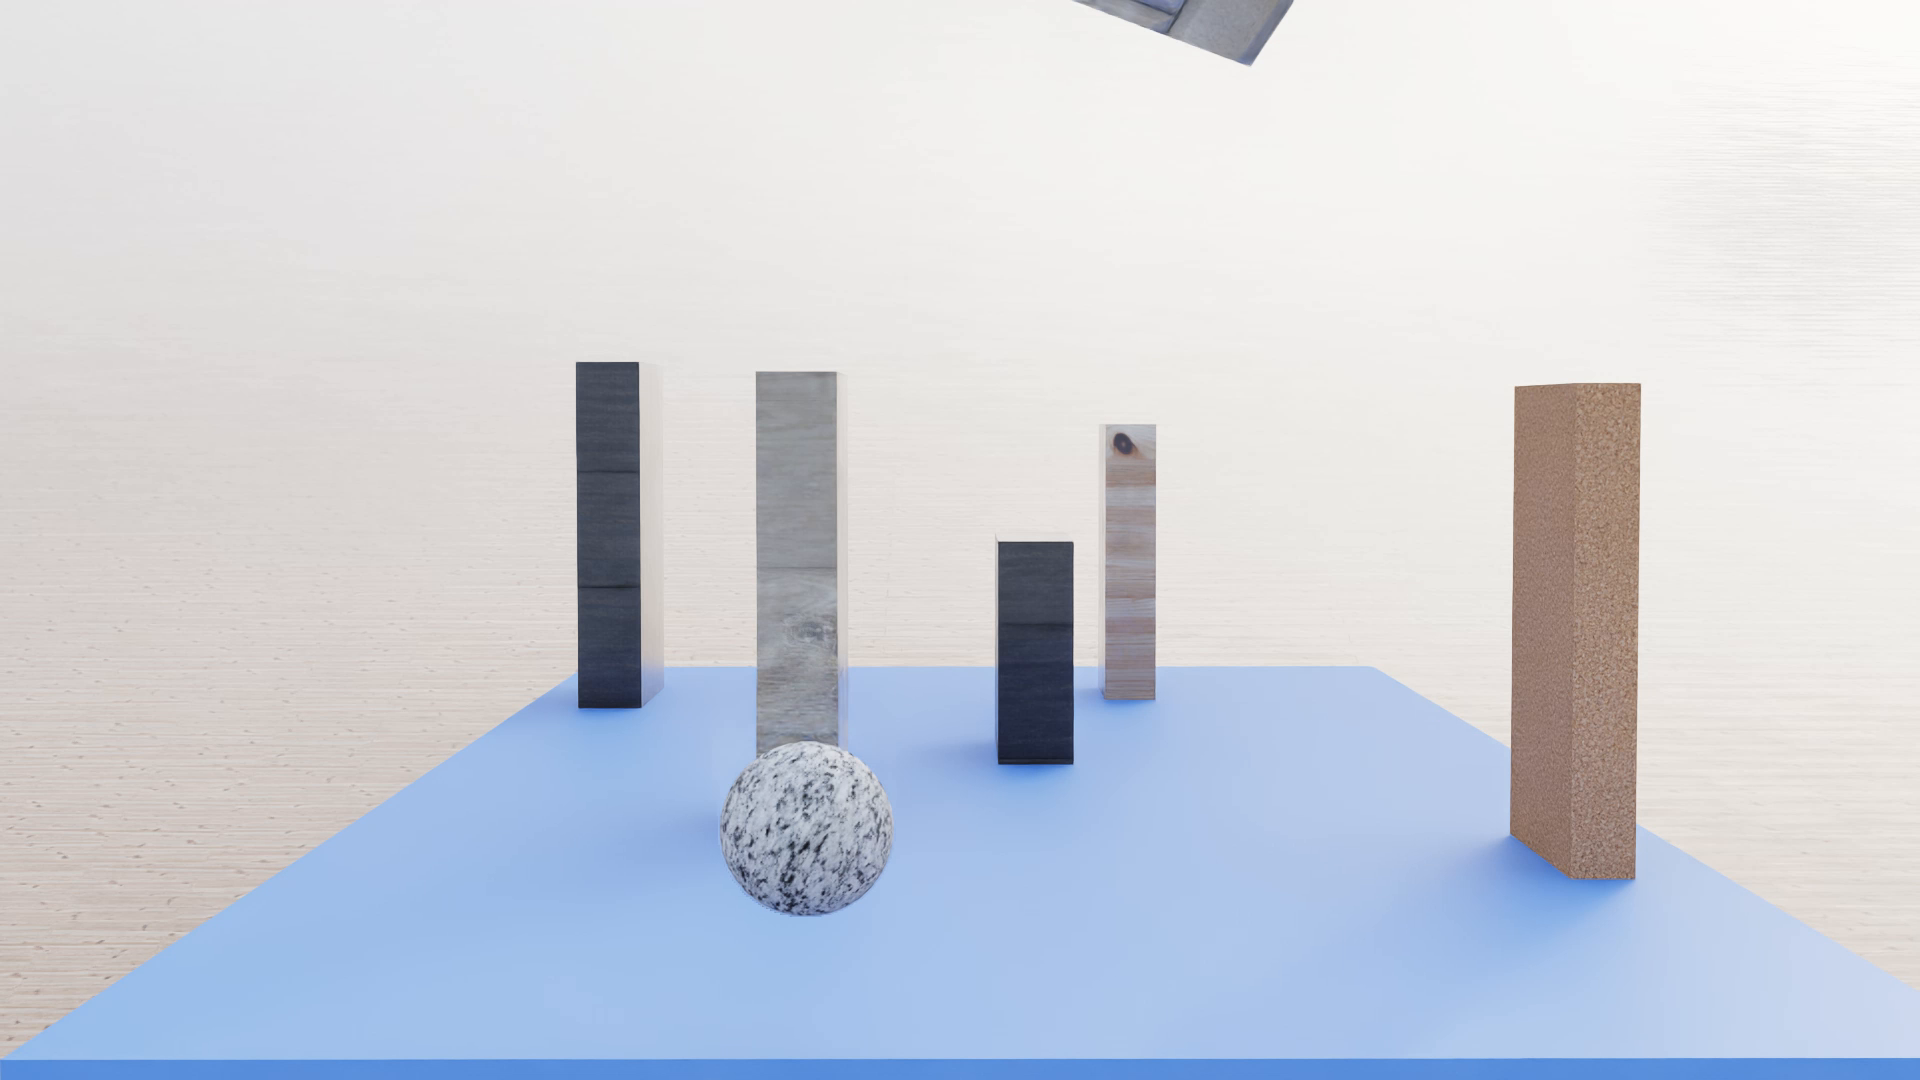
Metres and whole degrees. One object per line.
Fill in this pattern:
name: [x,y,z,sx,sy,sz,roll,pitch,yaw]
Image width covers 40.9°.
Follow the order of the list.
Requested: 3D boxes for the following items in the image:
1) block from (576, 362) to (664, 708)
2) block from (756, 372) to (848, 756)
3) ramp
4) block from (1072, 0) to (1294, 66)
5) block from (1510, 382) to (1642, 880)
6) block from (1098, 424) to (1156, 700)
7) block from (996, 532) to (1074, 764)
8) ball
block: [-0.762,-0.020,5.796,0.138,0.753,0.439,0,3,0]
block: [-0.244,0.089,4.042,0.121,0.700,0.381,0,3,0]
ramp: [0.051,0.466,4.534,2.000,0.100,4.000,0,3,0]
block: [0.216,-0.555,2.226,0.172,0.172,0.172,18,53,-12]
block: [0.879,0.116,3.695,0.089,0.678,0.385,0,3,0]
block: [0.381,0.043,5.884,0.113,0.616,0.278,0,3,0]
block: [0.138,0.197,4.863,0.137,0.407,0.375,0,3,0]
ball: [-0.158,0.298,2.658,0.180,0.180,0.180,0,22,0]
